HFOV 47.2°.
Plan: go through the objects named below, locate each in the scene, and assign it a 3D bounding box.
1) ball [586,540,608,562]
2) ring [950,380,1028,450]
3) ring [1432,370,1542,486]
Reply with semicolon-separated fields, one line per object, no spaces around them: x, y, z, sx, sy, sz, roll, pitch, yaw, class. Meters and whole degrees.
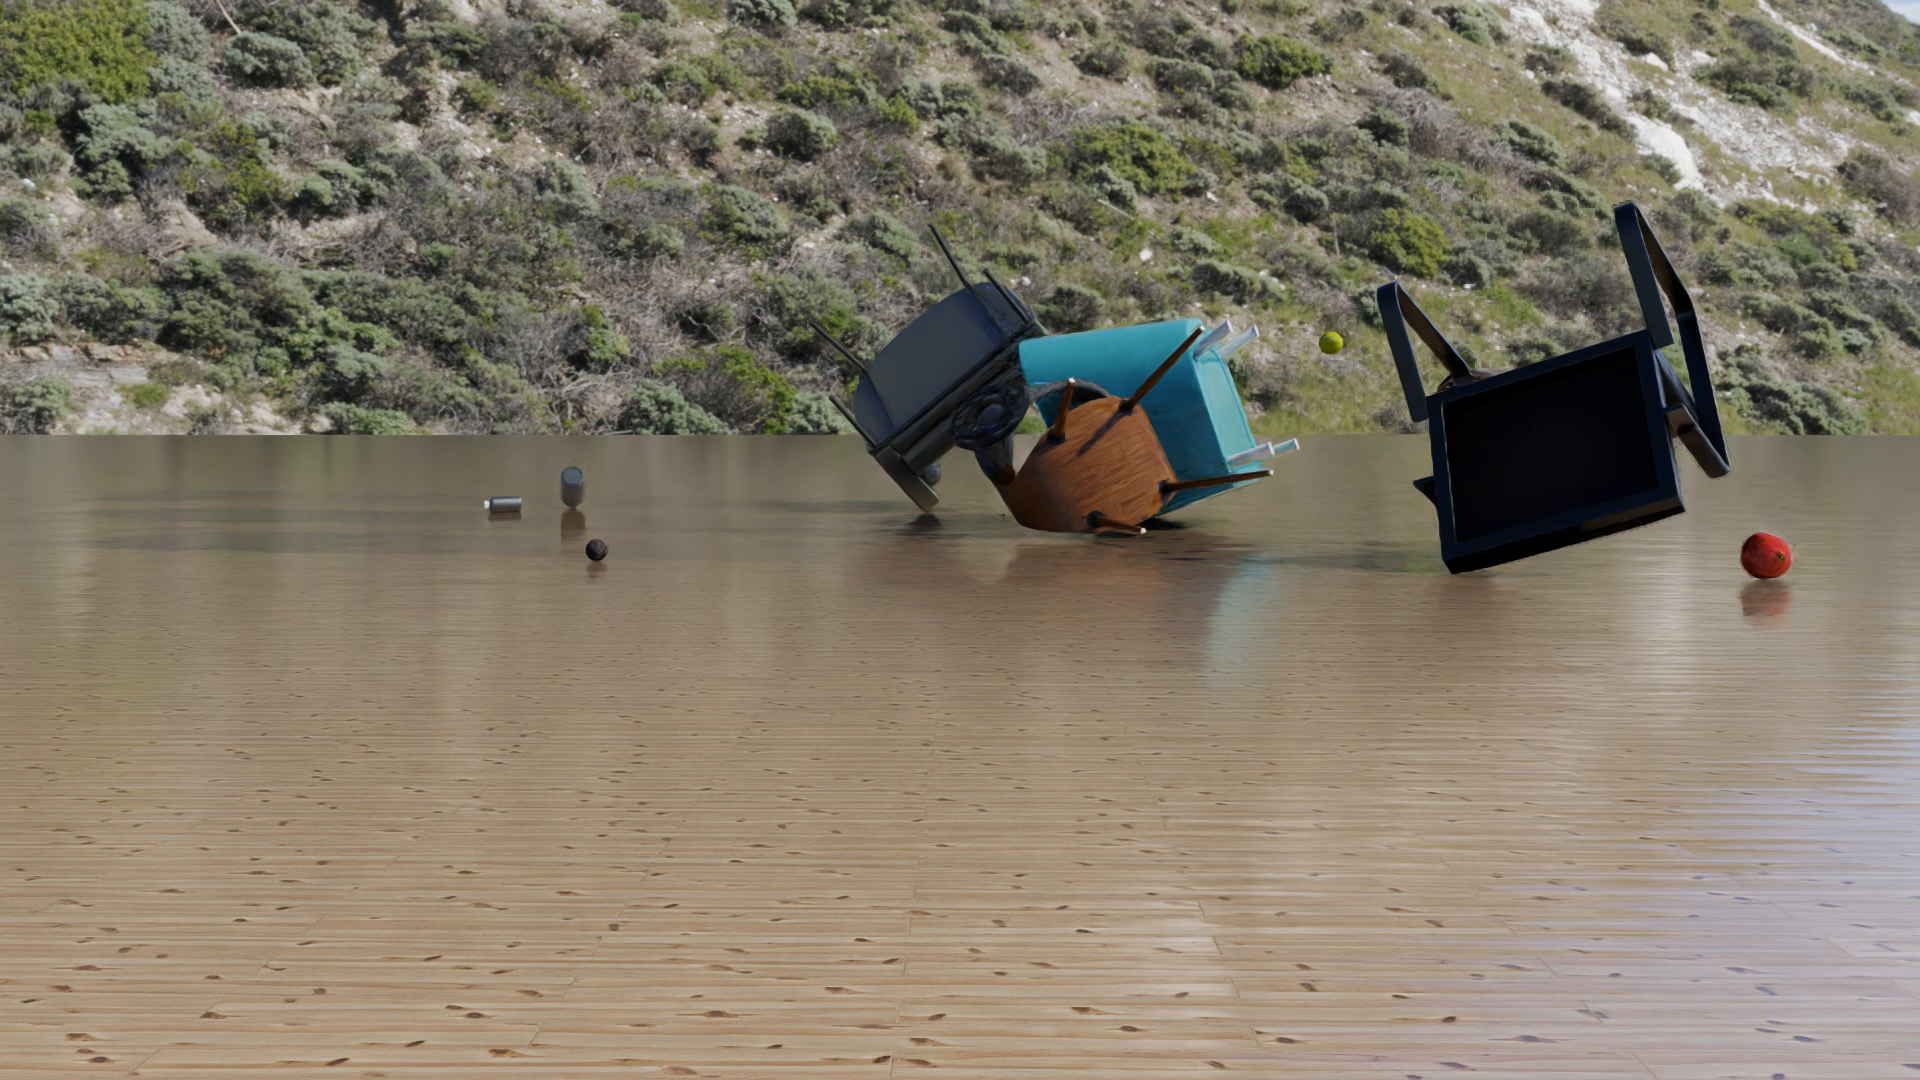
-0.949;0.027;5.743;0.057;0.057;0.057;0;4;0;ball
0.090;-0.380;6.690;0.276;0.201;0.043;-33;-35;13;ring
1.507;-0.321;6.286;0.262;0.375;0.104;-36;5;23;ring
